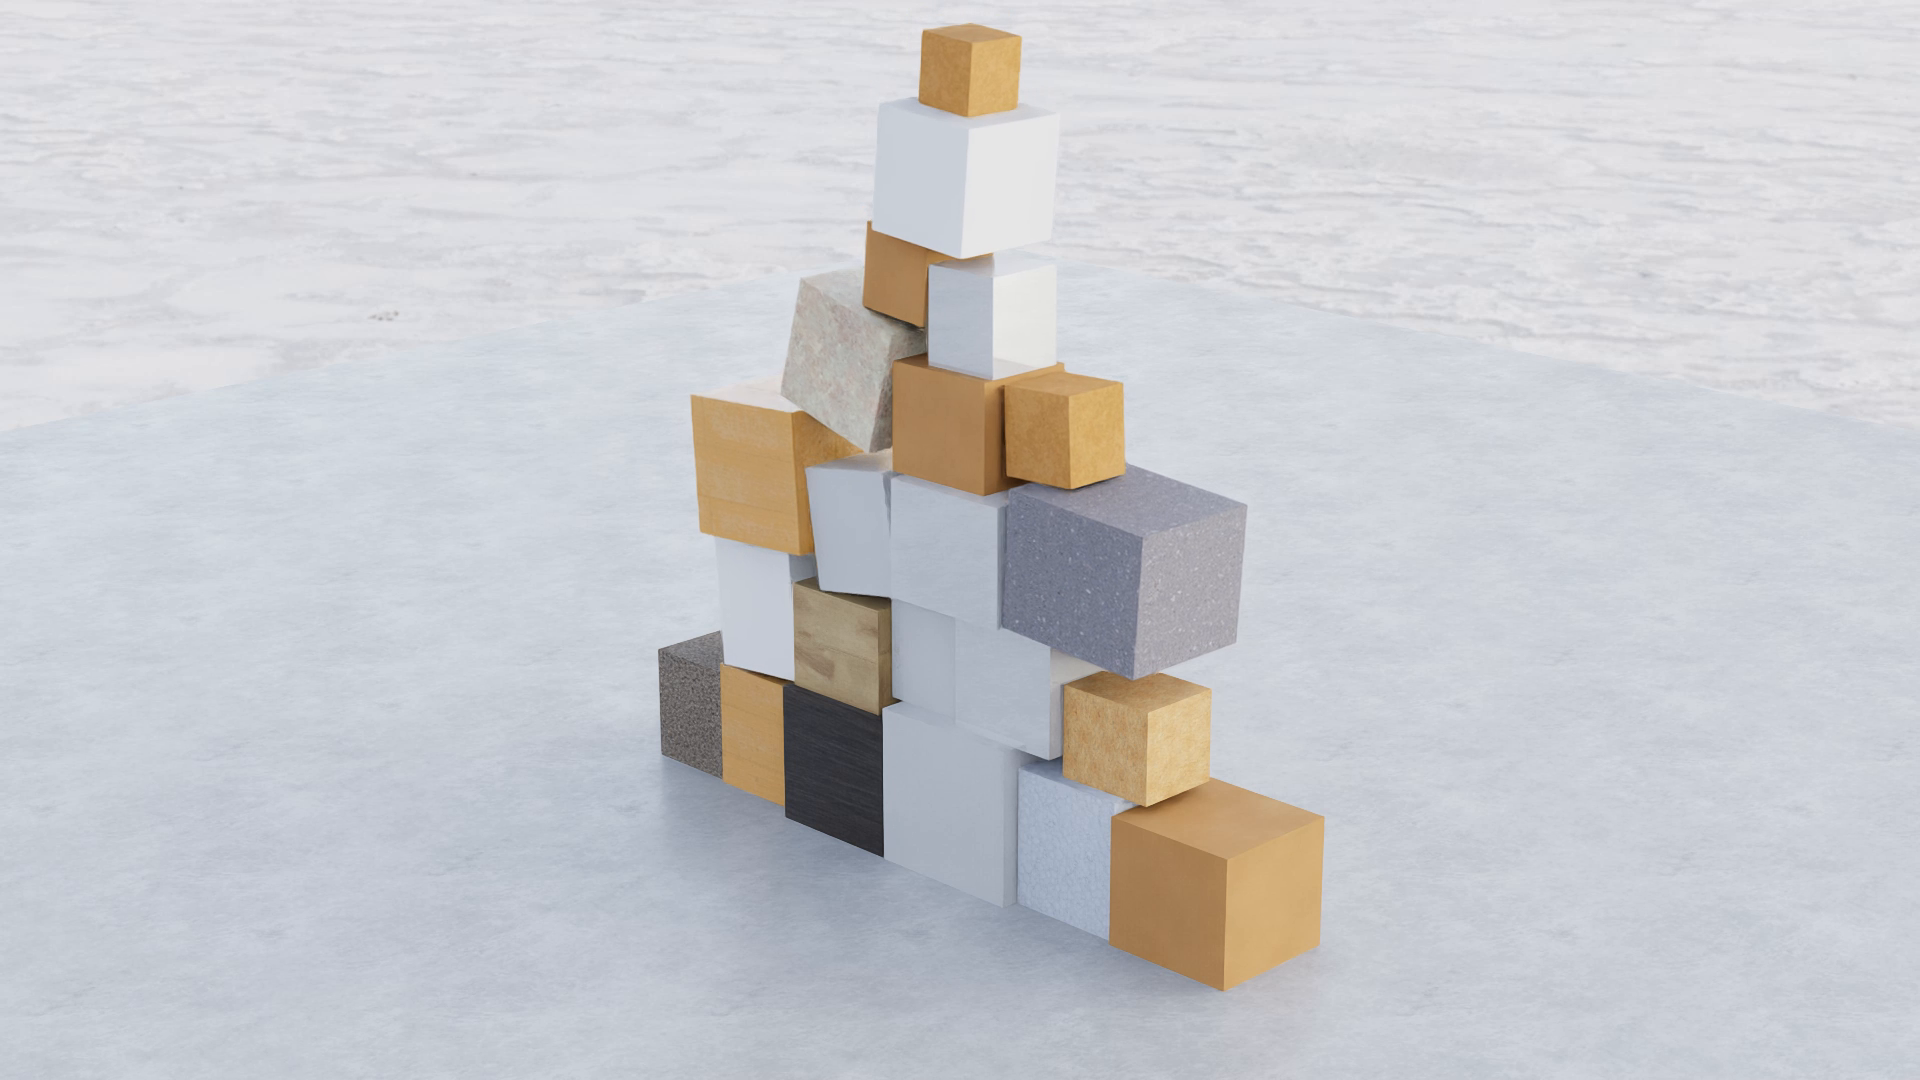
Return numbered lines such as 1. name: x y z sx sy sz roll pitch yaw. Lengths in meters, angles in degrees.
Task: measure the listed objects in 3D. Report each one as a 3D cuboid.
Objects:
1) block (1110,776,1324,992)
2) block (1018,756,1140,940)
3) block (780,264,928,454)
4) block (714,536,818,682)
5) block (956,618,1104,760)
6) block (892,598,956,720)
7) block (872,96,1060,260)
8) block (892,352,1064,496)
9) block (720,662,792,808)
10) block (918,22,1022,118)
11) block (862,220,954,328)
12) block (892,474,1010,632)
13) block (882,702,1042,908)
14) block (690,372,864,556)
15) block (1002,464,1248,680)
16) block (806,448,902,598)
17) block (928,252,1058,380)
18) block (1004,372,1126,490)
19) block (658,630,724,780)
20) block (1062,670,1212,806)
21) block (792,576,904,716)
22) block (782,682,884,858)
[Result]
1. block: 1.106 1.473 12.655 0.646 0.602 0.648 -17 24 -42
2. block: 0.657 1.321 13.057 0.555 0.651 0.573 -17 24 -42
3. block: -0.354 -0.854 13.458 0.606 0.598 0.621 -17 40 -42
4. block: -0.770 0.254 14.248 0.590 0.669 0.538 -17 20 -42
5. block: 0.382 0.583 13.097 0.558 0.541 0.579 -17 24 -42
6. block: 0.023 0.482 13.479 0.482 0.504 0.468 -17 24 -42
7. block: 0.023 -1.607 12.792 0.553 0.565 0.562 23 29 40
8. block: 0.081 -0.547 13.075 0.573 0.510 0.507 17 24 42
9. block: -0.791 0.901 14.437 0.538 0.624 0.544 -17 24 -42
10. block: 0.043 -2.032 12.664 0.305 0.319 0.305 -17 30 -42
11. block: -0.141 -1.222 13.097 0.388 0.393 0.419 23 28 40
12. block: 0.168 -0.011 13.154 0.661 0.560 0.683 17 24 42
13. block: 0.177 1.130 13.505 0.728 0.746 0.772 -17 24 -42
14. block: -0.770 -0.382 13.996 0.685 0.680 0.720 -17 20 -42
15. block: 0.706 0.114 12.654 0.671 0.638 0.769 -17 28 -42
16. block: -0.289 -0.098 13.608 0.598 0.581 0.524 -17 15 -42
17. block: 0.143 -0.989 12.875 0.396 0.454 0.401 17 24 42
18. block: 0.455 -0.480 12.722 0.346 0.405 0.383 -17 21 -42
19. block: -1.166 0.817 14.800 0.497 0.566 0.492 -17 24 -42
20. block: 0.771 0.841 12.781 0.415 0.429 0.487 -17 24 -42
21. block: -0.370 0.443 13.846 0.593 0.509 0.579 -17 24 -42
22. block: -0.331 1.004 14.028 0.759 0.672 0.683 -17 24 -42
